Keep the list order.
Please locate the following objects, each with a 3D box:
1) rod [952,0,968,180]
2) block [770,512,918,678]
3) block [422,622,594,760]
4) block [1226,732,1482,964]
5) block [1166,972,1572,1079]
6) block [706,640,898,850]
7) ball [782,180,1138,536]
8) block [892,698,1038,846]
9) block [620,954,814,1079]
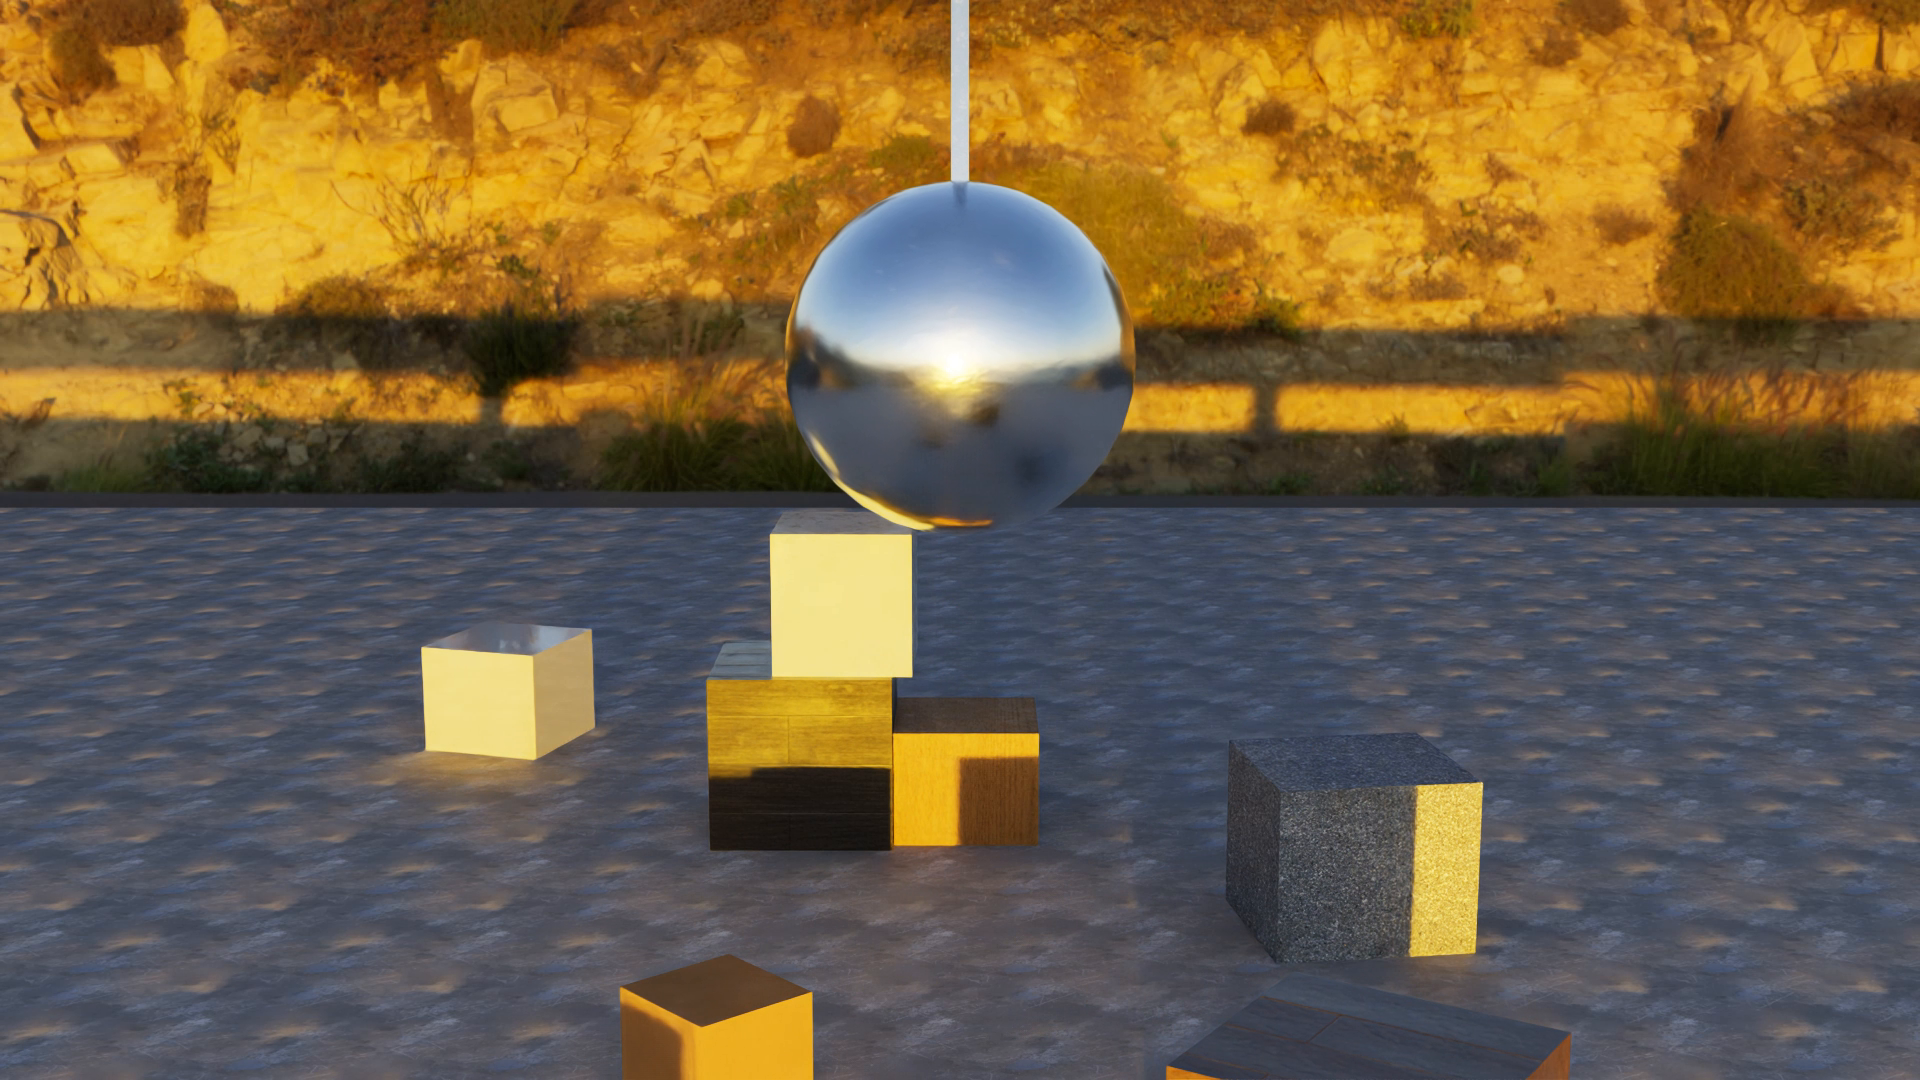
[{"bbox_3d":[0.000,-4.220,9.952,0.080,5.200,0.080,0,0,0],"label":"rod"},{"bbox_3d":[-0.578,0.266,11.187,0.695,0.717,0.671,0,10,1],"label":"block"},{"bbox_3d":[-2.665,0.879,13.026,0.717,0.610,0.733,3,11,17],"label":"block"},{"bbox_3d":[1.750,1.366,9.894,0.900,0.773,0.830,-2,10,-8],"label":"block"},{"bbox_3d":[1.182,1.919,6.381,0.880,0.940,0.853,7,12,32],"label":"block"},{"bbox_3d":[-0.793,1.045,11.365,0.914,0.878,0.879,0,10,0],"label":"block"},{"bbox_3d":[0.000,-0.820,9.967,1.600,1.600,1.600,0,10,0],"label":"ball"},{"bbox_3d":[0.031,1.189,11.401,0.729,0.581,0.727,0,10,0],"label":"block"},{"bbox_3d":[-0.877,1.859,7.939,0.483,0.501,0.504,-9,14,-41],"label":"block"}]
